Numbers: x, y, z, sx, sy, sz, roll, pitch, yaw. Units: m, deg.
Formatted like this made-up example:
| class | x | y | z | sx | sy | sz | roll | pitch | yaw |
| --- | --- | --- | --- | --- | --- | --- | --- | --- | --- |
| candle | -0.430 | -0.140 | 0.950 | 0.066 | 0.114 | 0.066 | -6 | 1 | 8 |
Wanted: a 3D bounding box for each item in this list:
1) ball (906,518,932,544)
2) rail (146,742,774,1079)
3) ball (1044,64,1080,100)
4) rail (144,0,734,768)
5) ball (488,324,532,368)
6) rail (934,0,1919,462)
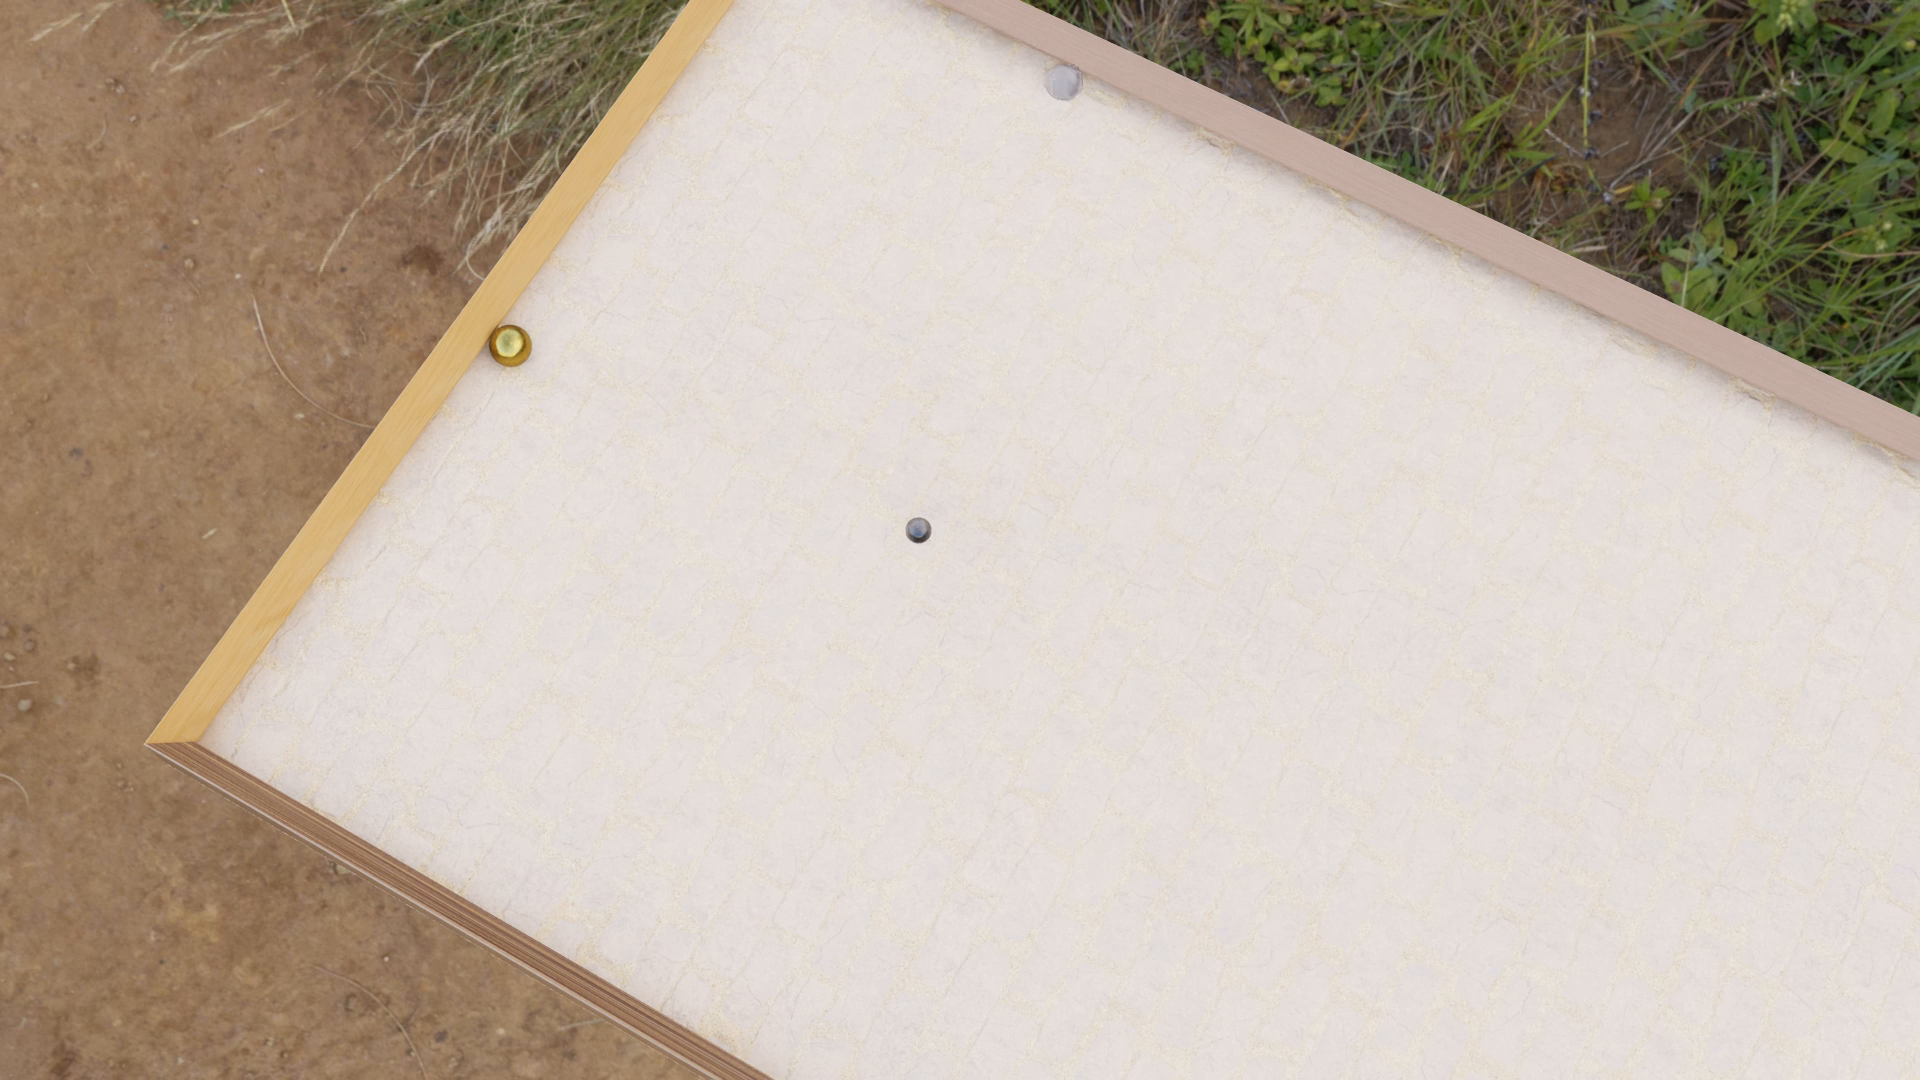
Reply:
| class | x | y | z | sx | sy | sz | roll | pitch | yaw |
| --- | --- | --- | --- | --- | --- | --- | --- | --- | --- |
| ball | -0.066 | -0.015 | 3.522 | 0.043 | 0.043 | 0.043 | 0 | 67 | 0 |
| rail | 0.344 | 1.117 | 3.025 | 3.586 | 0.092 | 0.045 | 27 | 70 | 11 |
| ball | 0.179 | -0.799 | 3.837 | 0.064 | 0.064 | 0.064 | 0 | 67 | 0 |
| rail | -0.761 | -0.402 | 3.656 | 0.045 | 0.092 | 1.832 | 27 | 70 | 11 |
| ball | -0.743 | -0.321 | 3.634 | 0.071 | 0.071 | 0.071 | 0 | 67 | 0 |
| rail | 1.219 | -0.320 | 3.622 | 3.586 | 0.092 | 0.045 | 27 | 70 | 11 |
